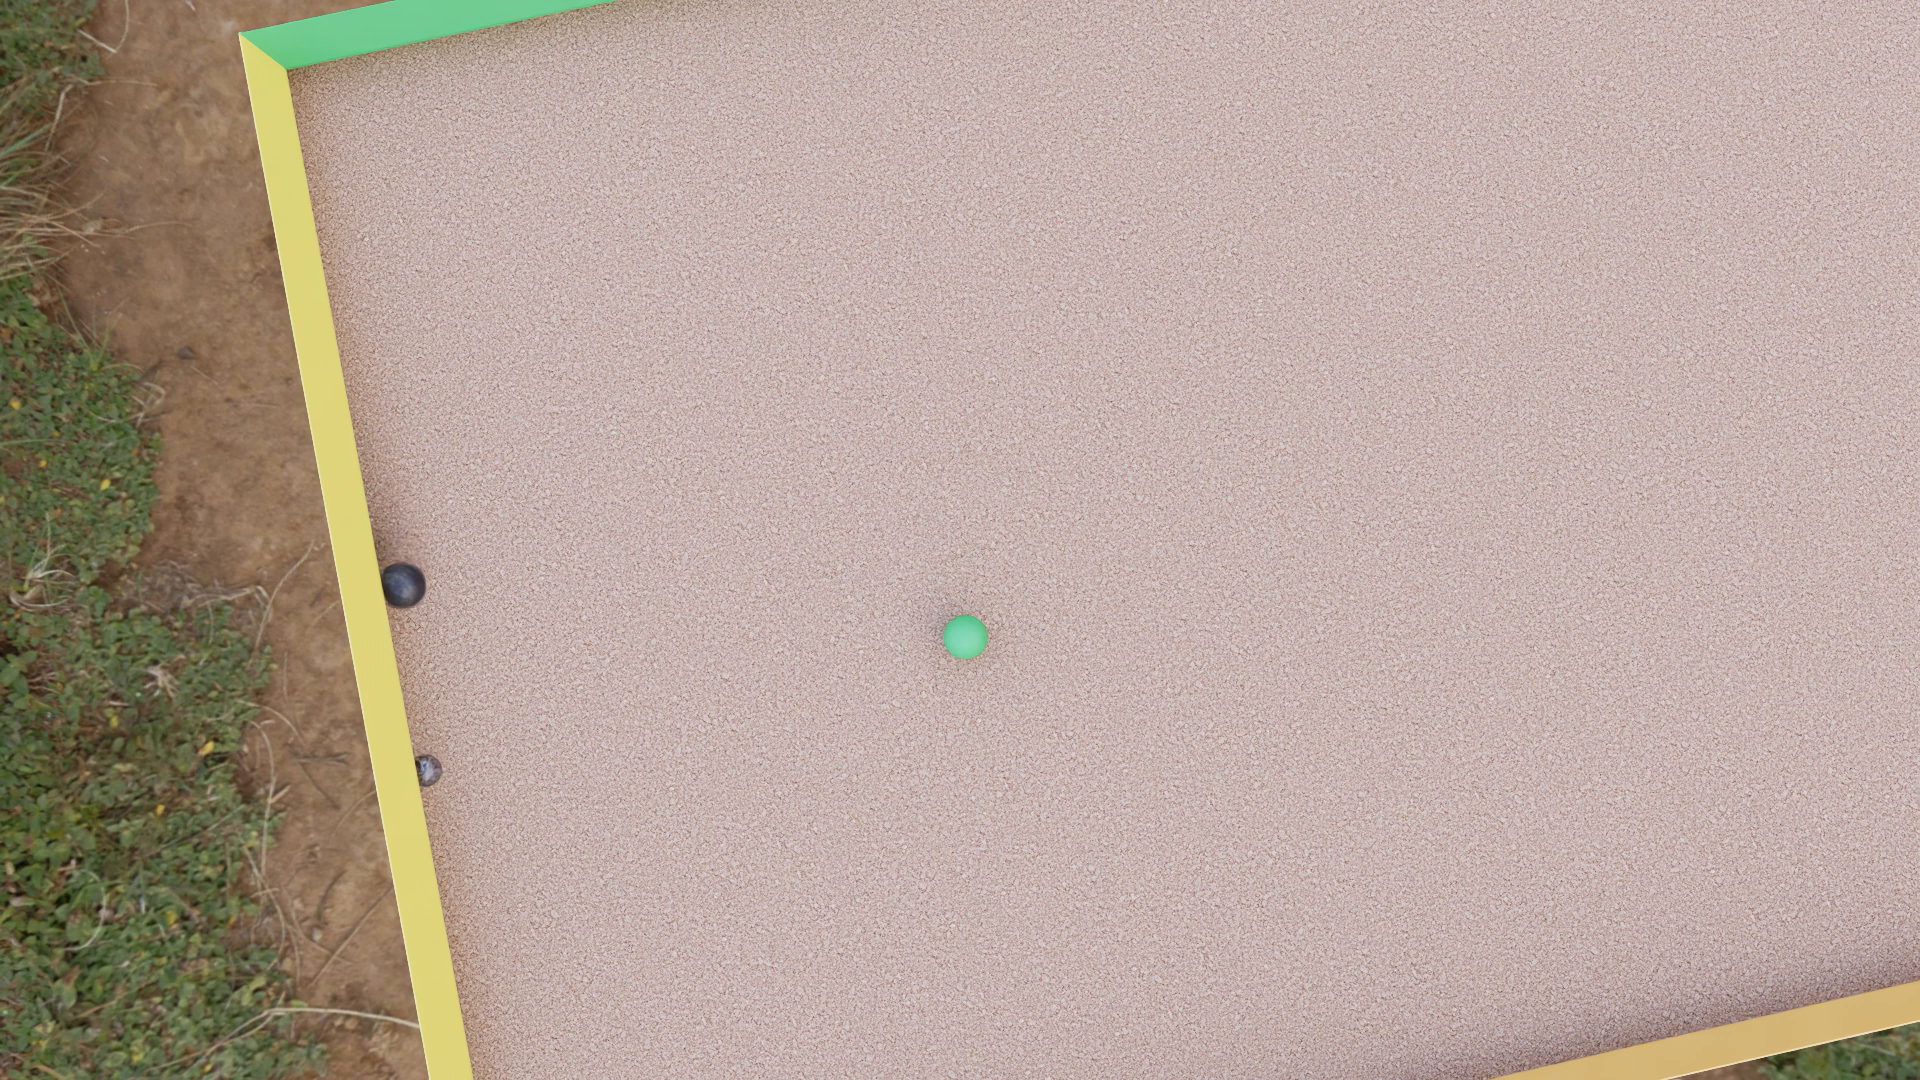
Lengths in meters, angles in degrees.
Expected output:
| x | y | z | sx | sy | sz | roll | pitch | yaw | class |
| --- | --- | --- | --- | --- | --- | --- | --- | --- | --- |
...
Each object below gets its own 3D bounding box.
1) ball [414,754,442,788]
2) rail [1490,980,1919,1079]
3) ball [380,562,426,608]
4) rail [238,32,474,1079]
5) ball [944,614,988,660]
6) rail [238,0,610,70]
| x | y | z | sx | sy | sz | roll | pitch | yaw | class |
| --- | --- | --- | --- | --- | --- | --- | --- | --- | --- |
| -0.785 | 0.338 | 3.230 | 0.048 | 0.048 | 0.048 | 0 | 82 | 0 | ball |
| 1.076 | 0.719 | 3.137 | 3.568 | 0.120 | 0.045 | -12 | 82 | -2 | rail |
| -0.826 | 0.066 | 3.260 | 0.068 | 0.068 | 0.068 | 0 | 82 | 0 | ball |
| -0.848 | 0.182 | 3.215 | 0.045 | 0.120 | 1.942 | -12 | 82 | -2 | rail |
| 0.008 | 0.143 | 3.249 | 0.066 | 0.066 | 0.066 | 0 | 82 | 0 | ball |
| 0.665 | -1.111 | 3.405 | 3.568 | 0.120 | 0.045 | -12 | 82 | -2 | rail |
